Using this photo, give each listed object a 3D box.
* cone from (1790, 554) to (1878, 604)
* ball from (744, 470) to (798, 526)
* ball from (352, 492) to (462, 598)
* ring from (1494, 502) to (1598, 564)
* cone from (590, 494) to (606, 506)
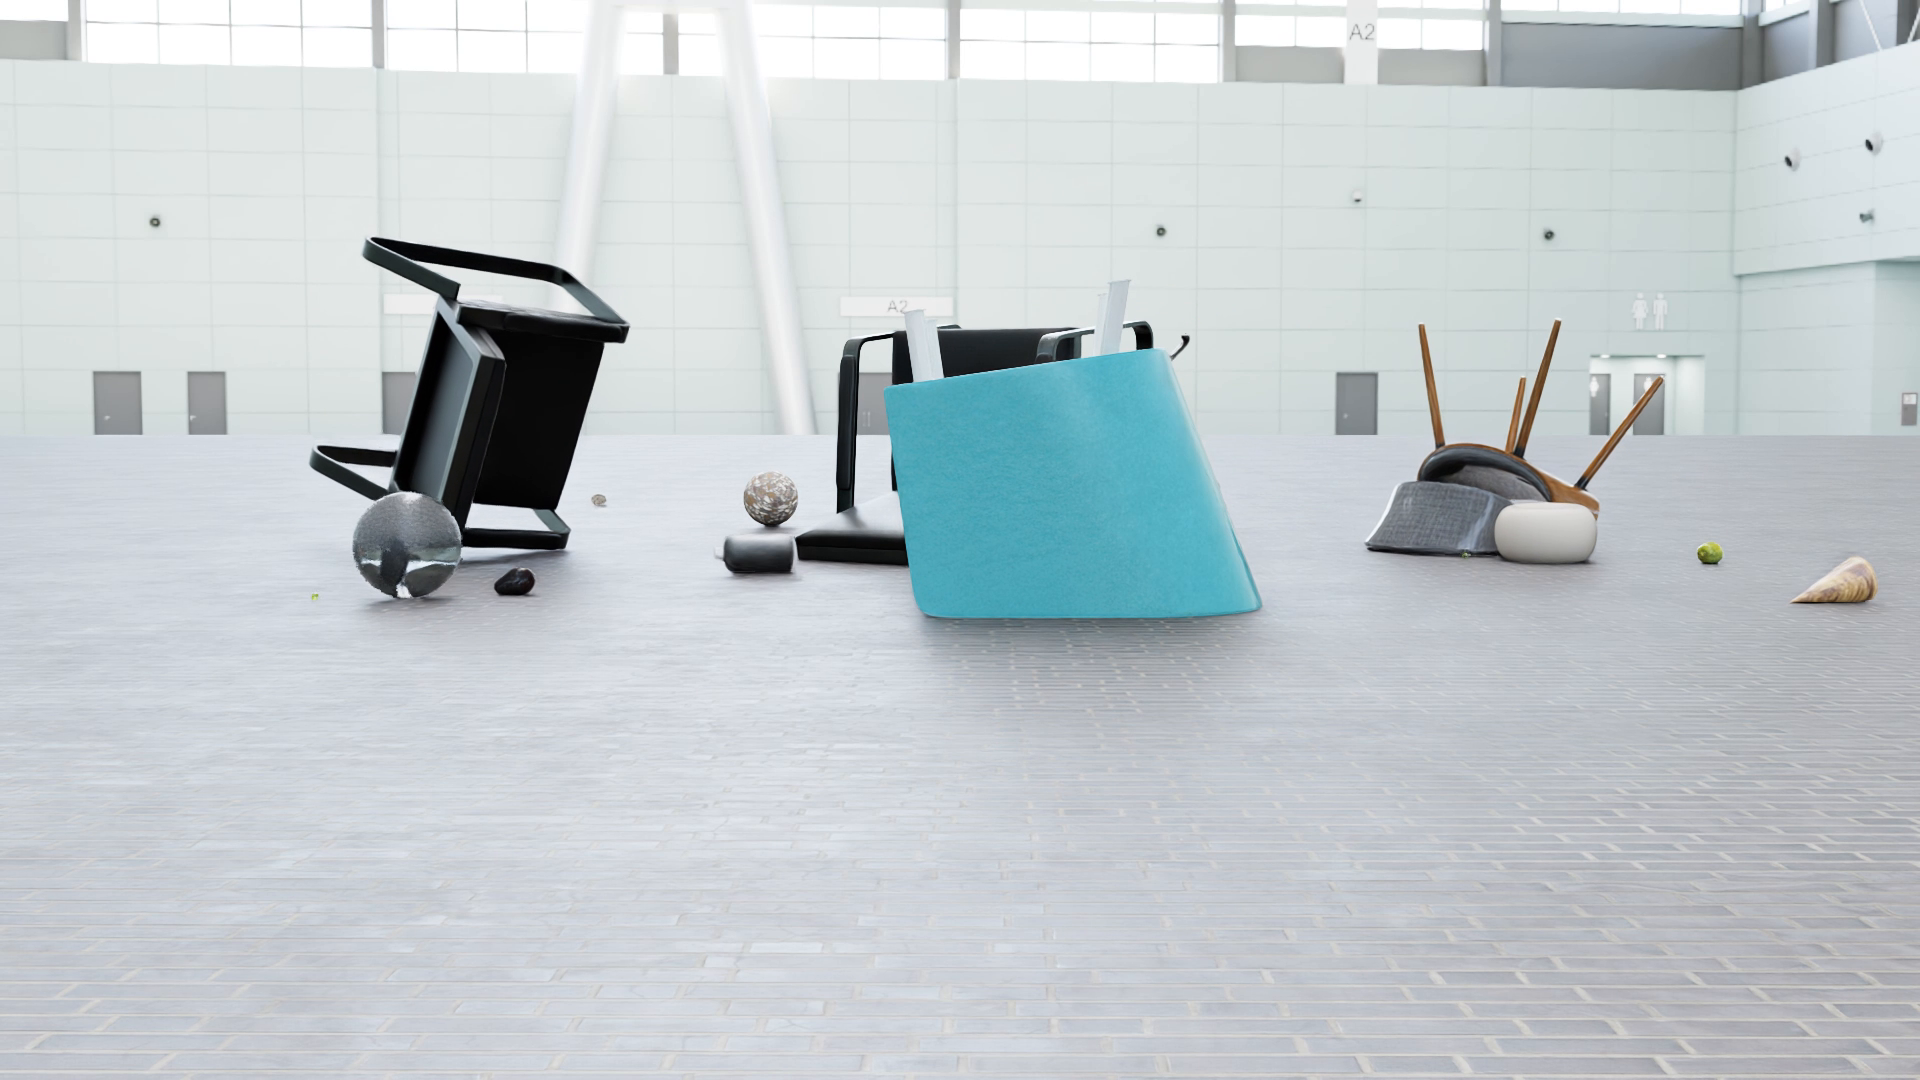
[{"bbox_3d":[1.820,0.107,4.632,0.181,0.098,0.112,-19,-17,-12],"label":"cone"},{"bbox_3d":[-0.622,-0.138,7.231,0.182,0.182,0.182,0,4,0],"label":"ball"},{"bbox_3d":[-1.186,0.011,4.717,0.229,0.229,0.229,0,4,0],"label":"ball"},{"bbox_3d":[1.536,-0.018,5.770,0.259,0.144,0.284,-2,5,-3],"label":"ring"},{"bbox_3d":[-1.394,-0.147,8.522,0.062,0.047,0.063,5,-16,4],"label":"cone"}]
